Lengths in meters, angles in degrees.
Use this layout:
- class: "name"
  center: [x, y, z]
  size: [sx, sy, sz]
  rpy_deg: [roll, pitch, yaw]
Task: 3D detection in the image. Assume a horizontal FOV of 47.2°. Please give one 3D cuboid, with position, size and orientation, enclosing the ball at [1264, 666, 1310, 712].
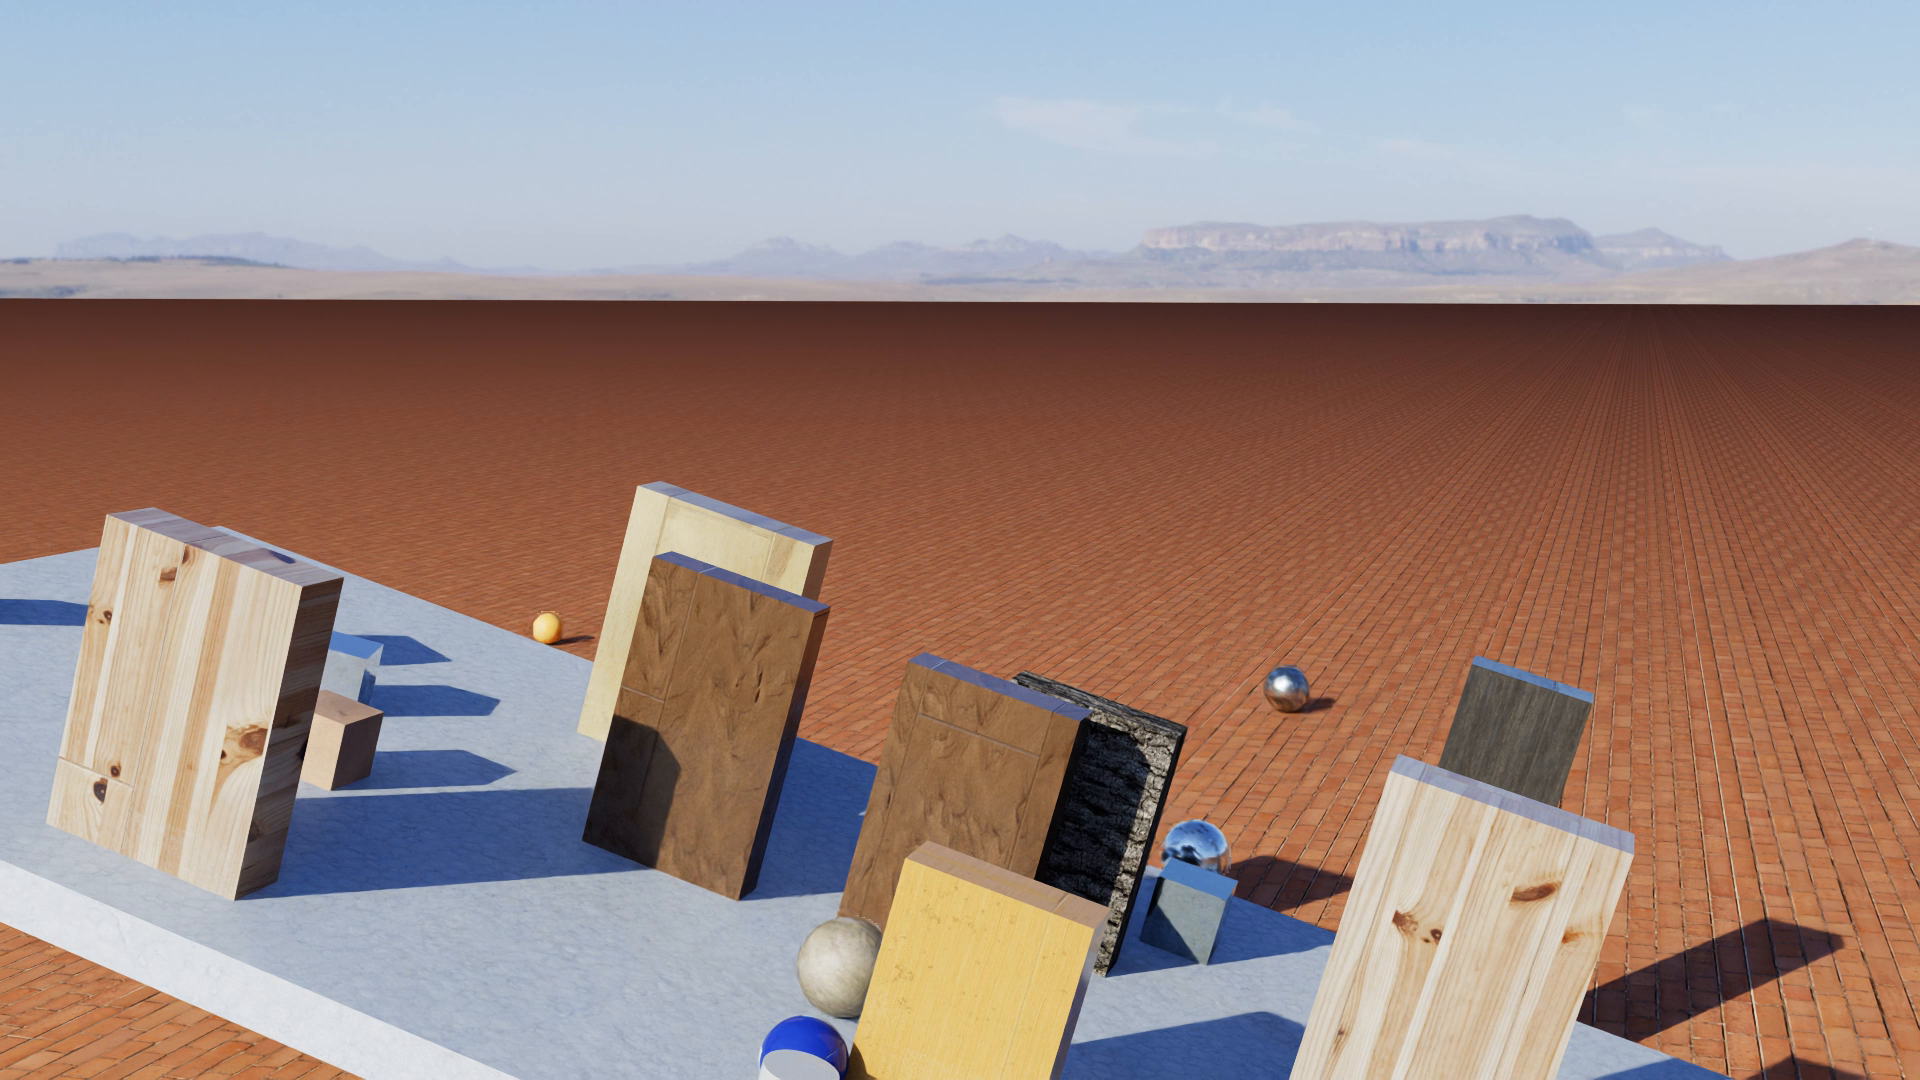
- class: "ball"
  center: [1.385, 0.633, 9.319]
  size: [0.195, 0.195, 0.195]
  rpy_deg: [0, 7, 0]

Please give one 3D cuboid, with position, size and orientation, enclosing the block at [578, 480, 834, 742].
- class: "block"
  center: [-0.560, 0.212, 4.815]
  size: [0.424, 0.574, 0.118]
  rpy_deg: [18, 12, 14]

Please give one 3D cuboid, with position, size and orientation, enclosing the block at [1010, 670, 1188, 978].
- class: "block"
  center: [0.206, 0.558, 4.344]
  size: [0.347, 0.507, 0.104]
  rpy_deg: [18, 12, 14]

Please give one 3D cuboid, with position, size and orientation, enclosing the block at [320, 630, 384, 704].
- class: "block"
  center: [-1.307, 0.278, 4.626]
  size: [0.129, 0.129, 0.129]
  rpy_deg: [15, 11, -2]

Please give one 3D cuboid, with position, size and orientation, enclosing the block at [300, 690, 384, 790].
- class: "block"
  center: [-1.215, 0.383, 4.228]
  size: [0.134, 0.134, 0.134]
  rpy_deg: [19, 12, 15]

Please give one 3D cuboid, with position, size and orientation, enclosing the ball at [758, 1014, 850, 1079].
- class: "ball"
  center: [-0.244, 0.814, 3.434]
  size: [0.142, 0.142, 0.142]
  rpy_deg: [0, 7, 0]

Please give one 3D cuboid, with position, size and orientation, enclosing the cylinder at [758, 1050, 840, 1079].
- class: "cylinder"
  center: [-0.253, 0.849, 3.309]
  size: [0.118, 0.118, 0.118]
  rpy_deg: [15, 11, -3]

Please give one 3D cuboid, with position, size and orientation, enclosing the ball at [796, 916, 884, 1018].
- class: "ball"
  center: [-0.197, 0.737, 3.795]
  size: [0.171, 0.171, 0.171]
  rpy_deg: [0, 7, 0]

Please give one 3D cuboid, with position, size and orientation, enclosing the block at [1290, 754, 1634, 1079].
- class: "block"
  center: [0.766, 0.761, 3.509]
  size: [0.382, 0.743, 0.130]
  rpy_deg: [18, 12, 14]

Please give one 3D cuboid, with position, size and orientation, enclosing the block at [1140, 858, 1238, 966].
- class: "block"
  center: [0.478, 0.774, 4.588]
  size: [0.147, 0.147, 0.147]
  rpy_deg: [18, 12, 14]

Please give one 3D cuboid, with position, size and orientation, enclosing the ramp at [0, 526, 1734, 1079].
- class: "ramp"
  center: [-0.377, 0.738, 4.240]
  size: [4.000, 0.100, 2.000]
  rpy_deg: [18, 12, 14]

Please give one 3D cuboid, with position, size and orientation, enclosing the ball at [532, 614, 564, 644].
- class: "ball"
  center: [-2.068, 0.447, 11.041]
  size: [0.155, 0.155, 0.155]
  rpy_deg: [0, 7, 0]

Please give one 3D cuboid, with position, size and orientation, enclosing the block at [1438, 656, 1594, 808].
- class: "block"
  center: [1.121, 0.628, 4.725]
  size: [0.258, 0.707, 0.114]
  rpy_deg: [18, 12, 14]

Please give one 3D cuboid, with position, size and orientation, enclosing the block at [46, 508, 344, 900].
- class: "block"
  center: [-1.273, 0.268, 3.651]
  size: [0.378, 0.547, 0.120]
  rpy_deg: [18, 12, 14]

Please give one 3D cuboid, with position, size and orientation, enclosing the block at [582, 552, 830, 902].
- class: "block"
  center: [-0.488, 0.354, 4.201]
  size: [0.338, 0.584, 0.087]
  rpy_deg: [18, 12, 14]

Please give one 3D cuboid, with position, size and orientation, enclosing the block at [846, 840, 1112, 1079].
- class: "block"
  center: [0.019, 0.734, 3.444]
  size: [0.312, 0.428, 0.113]
  rpy_deg: [18, 12, 14]

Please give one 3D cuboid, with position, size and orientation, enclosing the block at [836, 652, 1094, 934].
- class: "block"
  center: [0.006, 0.525, 4.174]
  size: [0.347, 0.531, 0.104]
  rpy_deg: [18, 12, 14]

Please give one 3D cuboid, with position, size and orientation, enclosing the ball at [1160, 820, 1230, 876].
- class: "ball"
  center: [0.530, 0.708, 4.954]
  size: [0.156, 0.156, 0.156]
  rpy_deg: [0, 7, 0]
